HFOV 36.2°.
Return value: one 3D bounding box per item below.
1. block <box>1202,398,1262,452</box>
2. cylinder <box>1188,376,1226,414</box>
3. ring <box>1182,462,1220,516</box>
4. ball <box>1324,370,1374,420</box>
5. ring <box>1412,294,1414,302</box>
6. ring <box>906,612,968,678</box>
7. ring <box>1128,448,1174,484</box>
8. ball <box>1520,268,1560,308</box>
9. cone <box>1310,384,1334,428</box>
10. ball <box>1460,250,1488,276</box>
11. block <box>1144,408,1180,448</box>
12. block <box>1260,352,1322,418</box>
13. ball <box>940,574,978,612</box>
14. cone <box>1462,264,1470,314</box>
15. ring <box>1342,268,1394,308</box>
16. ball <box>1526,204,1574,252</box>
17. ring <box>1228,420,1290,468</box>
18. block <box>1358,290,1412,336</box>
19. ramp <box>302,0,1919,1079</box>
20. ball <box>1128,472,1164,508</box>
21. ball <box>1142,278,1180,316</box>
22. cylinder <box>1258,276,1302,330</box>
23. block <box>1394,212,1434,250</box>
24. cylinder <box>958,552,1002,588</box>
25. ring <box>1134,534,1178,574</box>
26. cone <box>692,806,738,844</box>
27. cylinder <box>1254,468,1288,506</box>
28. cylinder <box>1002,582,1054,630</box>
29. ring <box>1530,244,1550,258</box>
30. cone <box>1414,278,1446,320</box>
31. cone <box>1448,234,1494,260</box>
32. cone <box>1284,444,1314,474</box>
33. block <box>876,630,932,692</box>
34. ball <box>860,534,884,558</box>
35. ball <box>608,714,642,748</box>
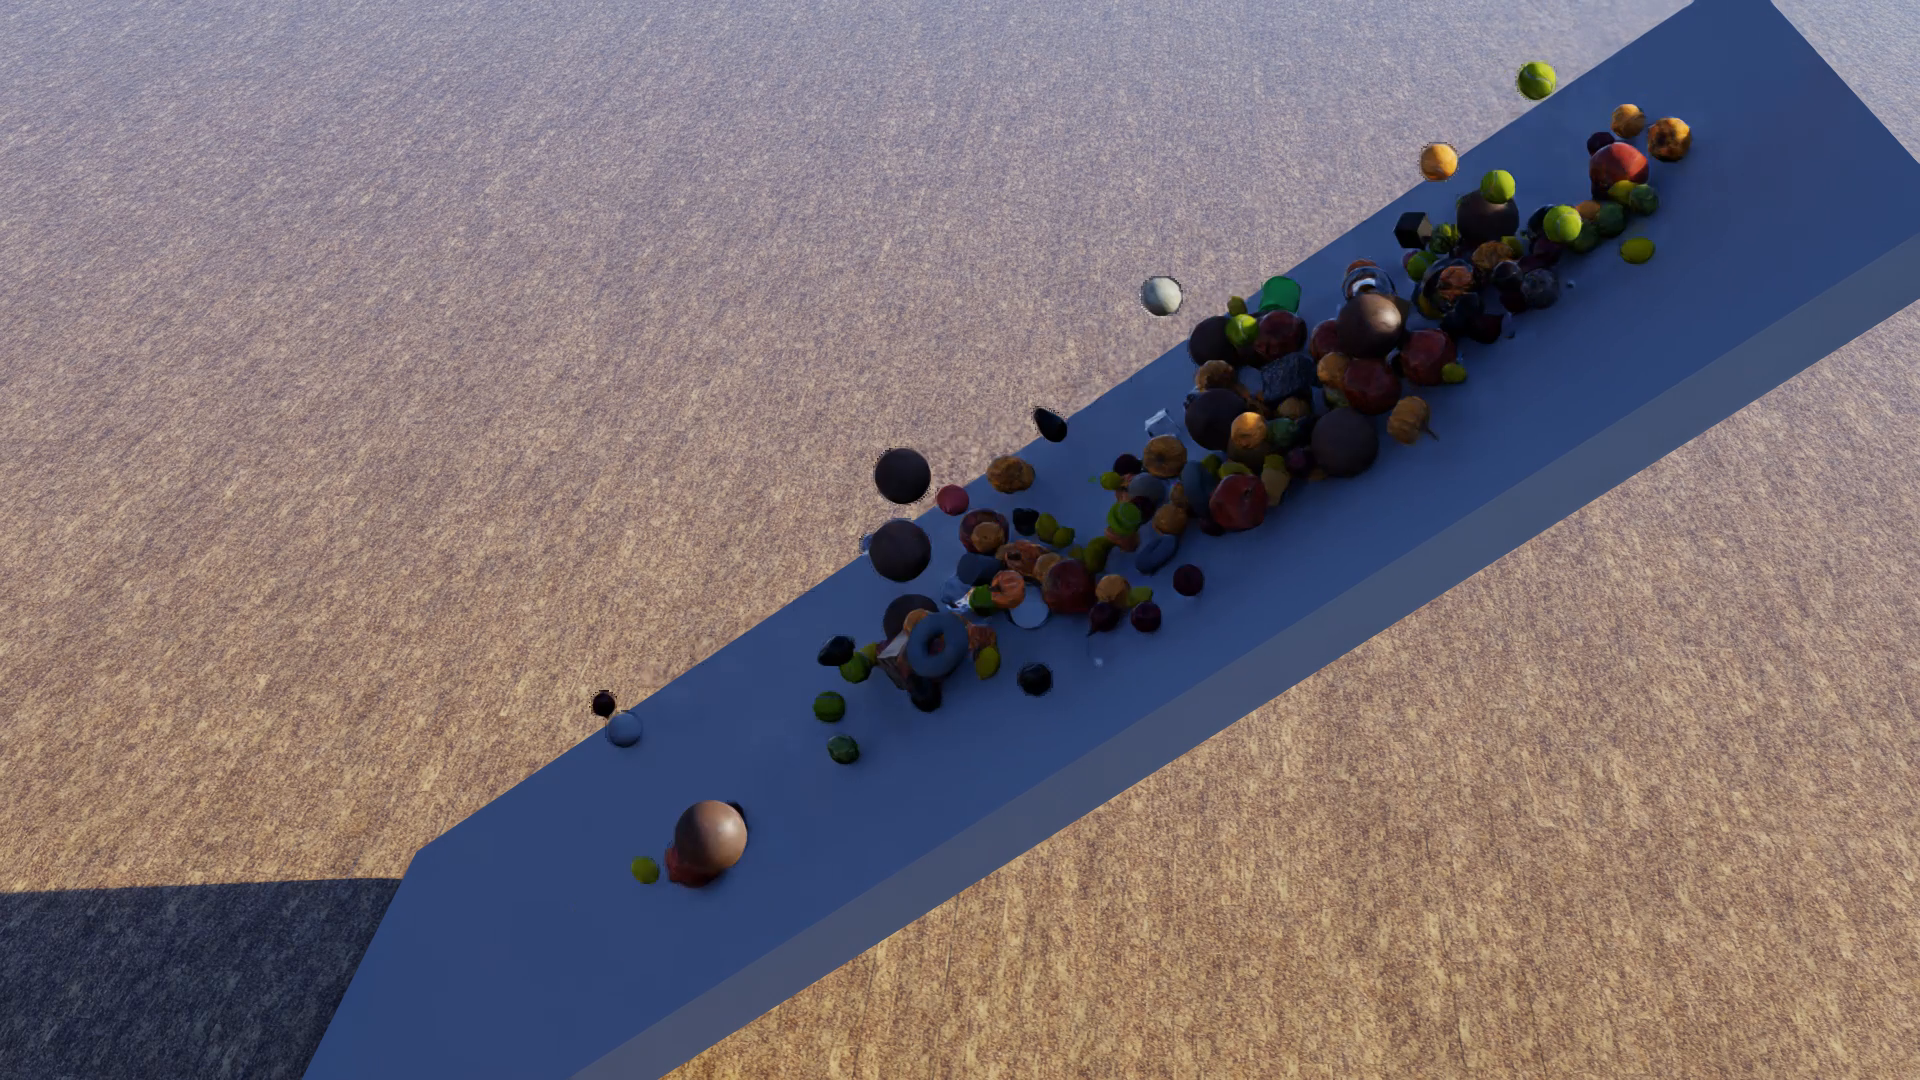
[{"bbox_3d":[0.577,-0.243,6.184,0.080,0.080,0.080,-43,16,-17],"label":"block"},{"bbox_3d":[0.546,-0.320,6.513,0.060,0.060,0.060,-43,40,-19],"label":"cylinder"},{"bbox_3d":[0.471,-0.100,5.751,0.038,0.115,0.115,-24,12,25],"label":"ring"},{"bbox_3d":[0.772,-0.288,5.841,0.100,0.100,0.100,0,22,0],"label":"ball"},{"bbox_3d":[0.978,-0.522,6.166,0.025,0.075,0.075,52,38,5],"label":"ring"},{"bbox_3d":[-0.045,0.209,5.849,0.139,0.139,0.046,20,-8,40],"label":"ring"},{"bbox_3d":[0.414,-0.155,6.378,0.117,0.039,0.117,-34,15,10],"label":"ring"},{"bbox_3d":[1.119,-0.485,5.676,0.077,0.077,0.077,0,22,0],"label":"ball"},{"bbox_3d":[0.758,-0.277,5.949,0.089,0.089,0.089,-8,22,3],"label":"cone"},{"bbox_3d":[1.048,-0.564,6.008,0.056,0.056,0.056,0,22,0],"label":"ball"},{"bbox_3d":[0.449,-0.248,6.529,0.056,0.056,0.056,-35,16,10],"label":"block"},{"bbox_3d":[0.685,-0.319,6.061,0.088,0.088,0.088,-24,-34,35],"label":"block"},{"bbox_3d":[-0.003,0.116,6.447,0.081,0.081,0.081,0,22,0],"label":"ball"},{"bbox_3d":[1.004,-0.499,5.953,0.091,0.091,0.091,-15,-16,-4],"label":"cone"},{"bbox_3d":[0.871,-0.536,6.275,0.111,0.111,0.037,6,54,15],"label":"ring"},{"bbox_3d":[1.178,-0.622,5.872,0.093,0.093,0.093,0,22,0],"label":"ball"},{"bbox_3d":[0.598,-0.193,5.881,0.130,0.043,0.130,-11,37,9],"label":"ring"},{"bbox_3d":[0.852,-0.455,5.900,0.068,0.068,0.068,16,1,38],"label":"block"},{"bbox_3d":[0.132,0.177,6.315,4.000,0.100,2.000,-33,16,16],"label":"ramp"},{"bbox_3d":[0.393,-0.104,6.203,0.078,0.078,0.078,0,22,0],"label":"ball"},{"bbox_3d":[0.393,-0.474,5.735,0.076,0.076,0.076,0,22,0],"label":"ball"},{"bbox_3d":[0.719,-0.533,6.624,0.086,0.086,0.086,6,53,13],"label":"cylinder"},{"bbox_3d":[0.919,-0.627,5.958,0.052,0.052,0.052,7,54,37],"label":"block"},{"bbox_3d":[0.042,0.066,6.331,0.069,0.069,0.069,22,7,43],"label":"cylinder"},{"bbox_3d":[0.395,0.028,5.899,0.103,0.034,0.103,-37,12,9],"label":"ring"},{"bbox_3d":[-0.513,0.591,6.260,0.087,0.087,0.087,-22,24,-1],"label":"cone"},{"bbox_3d":[0.605,-0.102,5.733,0.052,0.052,0.052,12,61,26],"label":"cylinder"},{"bbox_3d":[0.140,0.136,6.024,0.092,0.092,0.092,-3,3,-8],"label":"cylinder"},{"bbox_3d":[1.188,-0.603,5.952,0.079,0.026,0.079,-34,20,15],"label":"ring"},{"bbox_3d":[1.001,-0.506,6.067,0.092,0.092,0.092,-16,27,-40],"label":"cone"},{"bbox_3d":[1.077,-0.606,6.175,0.090,0.090,0.090,-11,21,6],"label":"cone"},{"bbox_3d":[0.655,-0.153,5.733,0.058,0.058,0.058,10,-3,1],"label":"cone"},{"bbox_3d":[-0.102,0.254,6.254,0.091,0.091,0.091,-46,17,-28],"label":"block"},{"bbox_3d":[-0.199,0.013,6.695,0.055,0.055,0.055,0,22,0],"label":"ball"},{"bbox_3d":[-0.829,0.470,7.269,0.085,0.085,0.085,0,22,0],"label":"ball"}]
